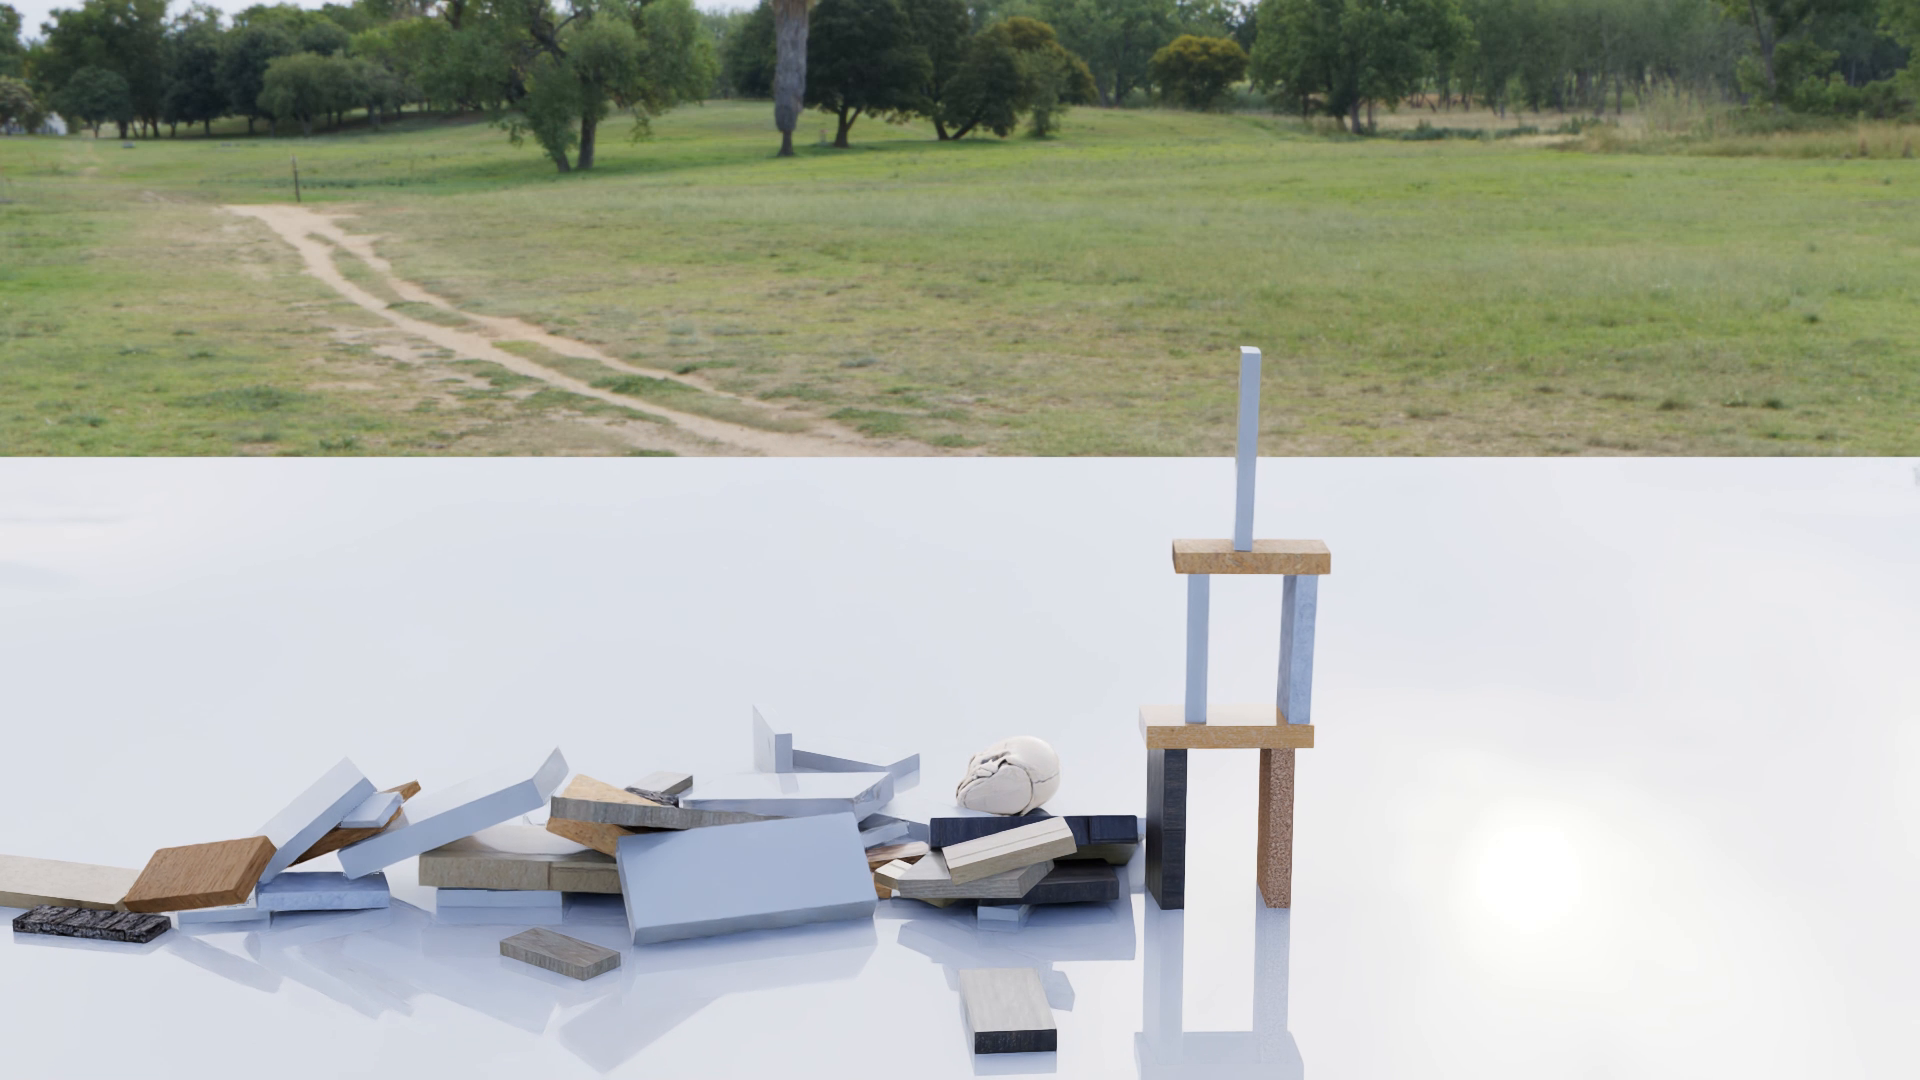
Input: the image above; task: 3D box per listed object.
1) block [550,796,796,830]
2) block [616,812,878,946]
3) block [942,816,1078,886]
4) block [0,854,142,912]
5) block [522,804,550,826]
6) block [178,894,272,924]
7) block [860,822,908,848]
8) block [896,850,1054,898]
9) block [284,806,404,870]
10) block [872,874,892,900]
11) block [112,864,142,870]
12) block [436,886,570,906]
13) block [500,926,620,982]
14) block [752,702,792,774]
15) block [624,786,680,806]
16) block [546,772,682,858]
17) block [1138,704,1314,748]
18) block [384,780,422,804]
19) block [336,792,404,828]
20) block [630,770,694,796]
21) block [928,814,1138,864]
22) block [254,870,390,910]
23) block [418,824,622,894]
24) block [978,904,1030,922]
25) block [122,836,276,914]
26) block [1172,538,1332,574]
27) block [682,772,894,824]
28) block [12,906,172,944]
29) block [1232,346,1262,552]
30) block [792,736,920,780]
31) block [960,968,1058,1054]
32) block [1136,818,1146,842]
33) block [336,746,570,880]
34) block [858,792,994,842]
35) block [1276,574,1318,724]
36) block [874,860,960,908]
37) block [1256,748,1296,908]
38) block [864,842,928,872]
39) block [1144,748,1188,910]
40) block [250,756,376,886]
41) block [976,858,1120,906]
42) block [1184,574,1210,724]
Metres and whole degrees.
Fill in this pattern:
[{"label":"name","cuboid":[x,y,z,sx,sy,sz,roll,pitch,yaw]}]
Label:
[{"label":"block","cuboid":[-0.441,0.459,3.625,0.116,0.033,0.483,-1,-10,45]},{"label":"block","cuboid":[-0.343,0.541,3.535,0.392,0.049,0.172,-4,49,-19]},{"label":"block","cuboid":[0.079,0.500,3.545,0.204,0.029,0.102,-15,12,-5]},{"label":"block","cuboid":[-1.504,0.571,3.634,0.339,0.030,0.107,3,22,17]},{"label":"block","cuboid":[-0.685,0.509,4.025,0.214,0.030,0.107,-4,11,-20]},{"label":"block","cuboid":[-1.191,0.598,3.571,0.140,0.020,0.070,-2,11,-12]},{"label":"block","cuboid":[-0.170,0.527,3.867,0.077,0.022,0.154,-16,-4,37]},{"label":"block","cuboid":[0.025,0.540,3.565,0.229,0.033,0.115,-6,14,32]},{"label":"block","cuboid":[-1.046,0.493,3.682,0.206,0.029,0.103,-21,10,12]},{"label":"block","cuboid":[-0.174,0.569,3.665,0.121,0.017,0.060,12,10,-5]},{"label":"block","cuboid":[-1.392,0.574,3.698,0.140,0.020,0.070,4,11,20]},{"label":"block","cuboid":[-0.755,0.578,3.655,0.206,0.029,0.103,0,11,1]},{"label":"block","cuboid":[-0.614,0.634,3.373,0.185,0.022,0.077,8,13,36]},{"label":"block","cuboid":[-0.369,0.408,4.327,0.034,0.118,0.237,-3,11,-15]},{"label":"block","cuboid":[-0.600,0.507,3.924,0.107,0.030,0.214,9,22,21]},{"label":"block","cuboid":[-0.496,0.499,3.665,0.357,0.051,0.179,21,10,-1]},{"label":"block","cuboid":[0.435,0.306,3.612,0.271,0.038,0.135,0,11,-1]},{"label":"block","cuboid":[-0.965,0.436,3.666,0.122,0.017,0.061,-19,11,22]},{"label":"block","cuboid":[-0.969,0.443,3.599,0.122,0.017,0.061,-7,38,40]},{"label":"block","cuboid":[-0.583,0.477,4.218,0.077,0.022,0.154,4,11,21]},{"label":"block","cuboid":[0.120,0.512,3.738,0.345,0.049,0.172,0,-19,-2]},{"label":"block","cuboid":[-1.047,0.575,3.609,0.206,0.029,0.103,2,10,-21]},{"label":"block","cuboid":[-0.706,0.531,3.677,0.357,0.051,0.179,2,11,-1]},{"label":"block","cuboid":[0.080,0.591,3.612,0.068,0.019,0.137,3,11,16]},{"label":"block","cuboid":[-1.229,0.542,3.555,0.231,0.033,0.116,-9,36,23]},{"label":"block","cuboid":[0.470,0.027,3.565,0.246,0.035,0.123,0,11,3]},{"label":"block","cuboid":[-0.314,0.475,4.042,0.345,0.049,0.172,-3,9,22]},{"label":"block","cuboid":[-1.382,0.611,3.500,0.236,0.020,0.070,2,11,13]},{"label":"block","cuboid":[0.460,-0.147,3.536,0.029,0.317,0.102,2,11,4]},{"label":"block","cuboid":[-0.212,0.437,4.400,0.237,0.034,0.118,7,13,33]},{"label":"block","cuboid":[0.066,0.671,3.145,0.115,0.033,0.229,-1,11,-5]},{"label":"block","cuboid":[0.228,0.514,3.886,0.204,0.029,0.102,-1,-15,-5]},{"label":"block","cuboid":[-0.842,0.454,3.670,0.357,0.051,0.179,-21,10,8]},{"label":"block","cuboid":[-0.070,0.510,4.009,0.237,0.034,0.118,7,13,35]},{"label":"block","cuboid":[0.550,0.165,3.590,0.035,0.246,0.123,1,10,-1]},{"label":"block","cuboid":[-0.068,0.571,3.656,0.137,0.019,0.068,17,17,27]},{"label":"block","cuboid":[0.522,0.457,3.642,0.038,0.271,0.135,0,11,0]},{"label":"block","cuboid":[-0.115,0.551,3.823,0.137,0.019,0.068,-5,12,-24]},{"label":"block","cuboid":[0.340,0.459,3.635,0.038,0.271,0.135,-1,11,-7]},{"label":"block","cuboid":[-1.079,0.461,3.629,0.231,0.033,0.116,-42,29,-15]},{"label":"block","cuboid":[0.137,0.563,3.621,0.229,0.033,0.115,-2,11,-8]},{"label":"block","cuboid":[0.387,0.164,3.595,0.035,0.246,0.123,1,11,5]}]
